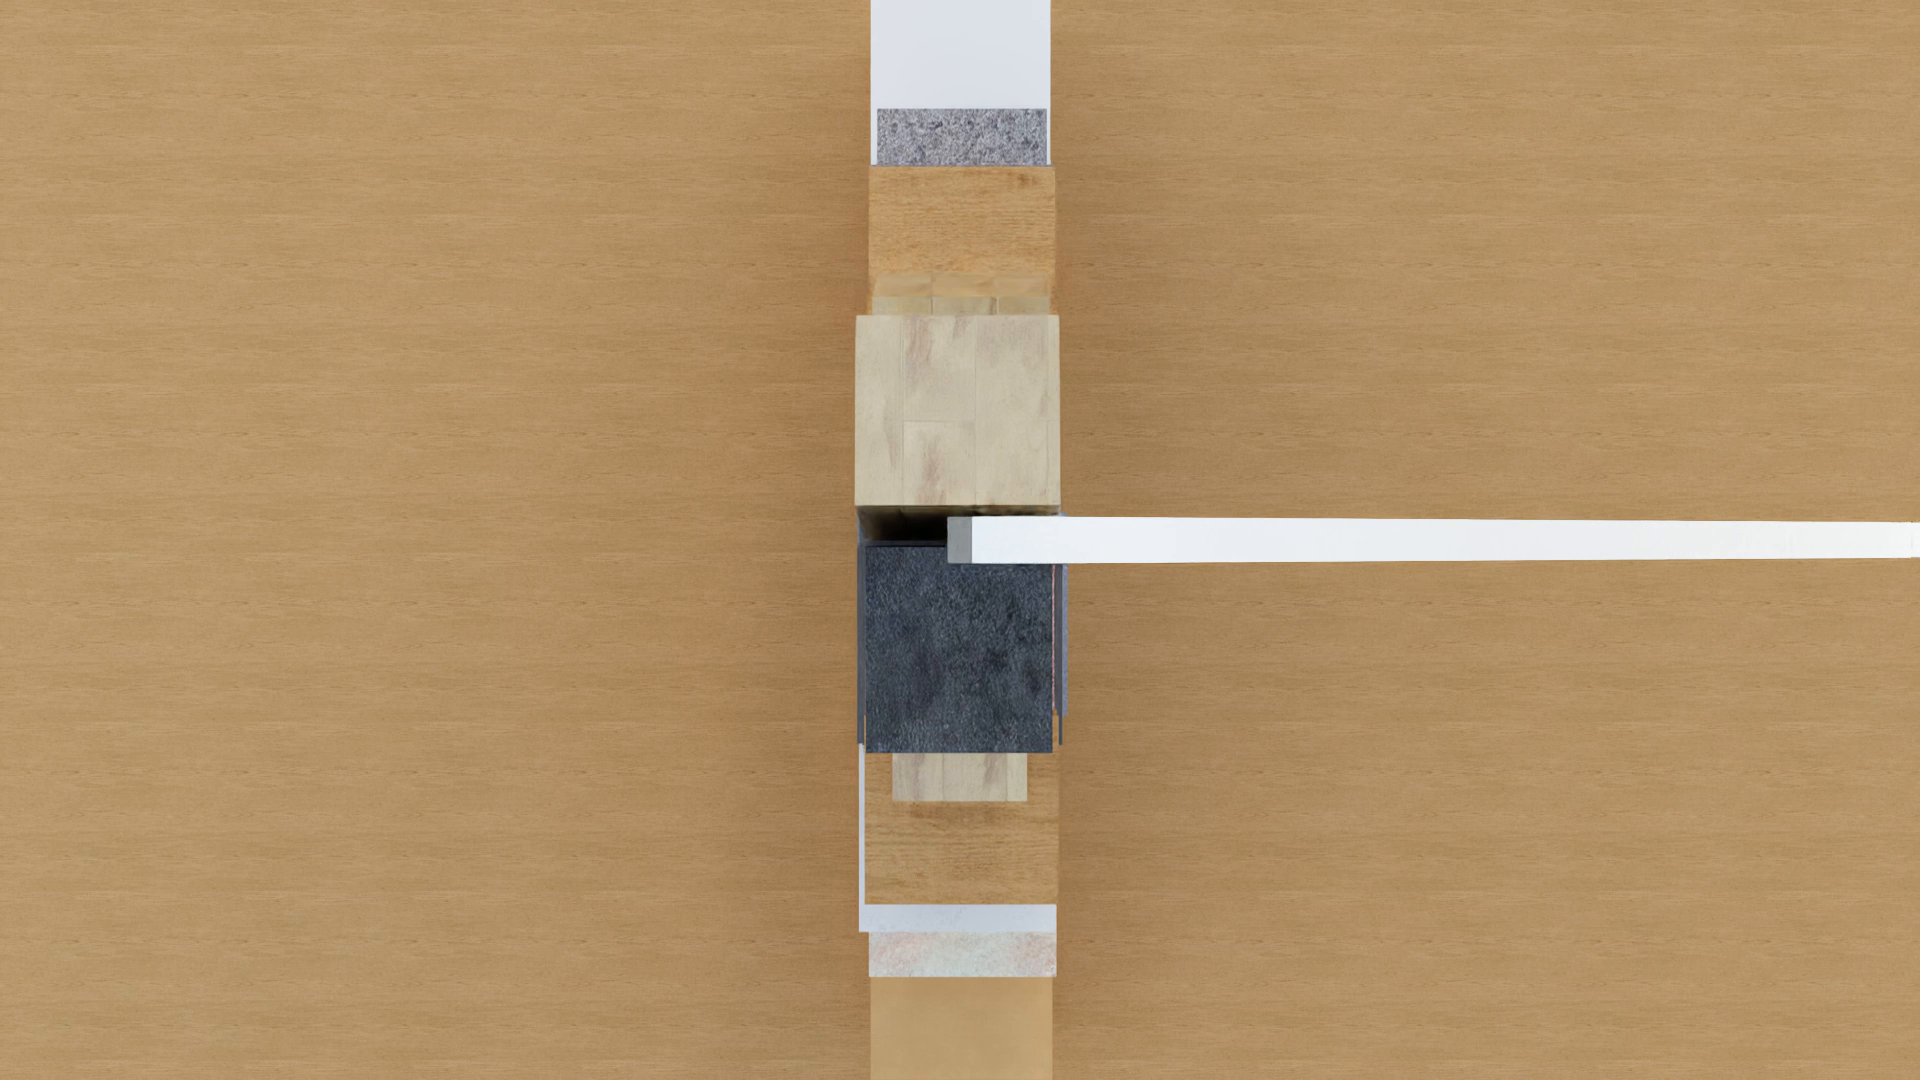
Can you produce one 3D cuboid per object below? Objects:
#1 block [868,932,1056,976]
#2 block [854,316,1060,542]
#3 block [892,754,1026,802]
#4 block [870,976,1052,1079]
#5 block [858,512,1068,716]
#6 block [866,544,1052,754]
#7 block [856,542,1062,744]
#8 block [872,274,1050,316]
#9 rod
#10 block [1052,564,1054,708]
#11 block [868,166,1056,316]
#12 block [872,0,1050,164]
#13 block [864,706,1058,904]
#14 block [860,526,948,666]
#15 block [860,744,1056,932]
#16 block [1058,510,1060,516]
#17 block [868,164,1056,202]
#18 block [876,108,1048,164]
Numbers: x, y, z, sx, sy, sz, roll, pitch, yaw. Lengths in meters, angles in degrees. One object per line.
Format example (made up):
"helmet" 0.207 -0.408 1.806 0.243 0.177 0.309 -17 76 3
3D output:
"block" 0.013 1.742 11.594 0.948 0.964 0.928 0 90 0
"block" -0.008 -0.390 8.039 0.709 0.842 0.671 0 82 0
"block" -0.001 0.769 8.972 0.529 0.581 0.551 0 87 0
"block" 0.008 2.407 12.538 0.998 0.925 1.113 0 90 0
"block" 0.014 0.406 12.537 1.155 0.926 1.113 0 90 0
"block" -0.003 0.381 8.064 0.653 0.760 0.722 0 91 0
"block" -0.002 0.470 10.506 0.942 0.854 0.921 0 91 0
"block" 0.002 -0.668 8.979 0.688 0.746 0.751 0 104 0
"rod" 2.212 0.000 5.124 5.200 0.080 0.080 0 90 -32
"block" -0.001 0.329 9.681 0.797 0.794 0.748 0 91 0
"block" 0.008 -1.164 9.785 0.798 0.825 0.744 0 80 0
"block" 0.004 -2.474 12.513 0.981 0.974 0.980 0 90 0
"block" 0.006 1.125 9.686 0.818 0.811 0.801 0 92 0
"block" -0.019 0.133 8.861 0.733 0.840 0.691 0 91 0
"block" -0.013 1.370 10.624 0.904 0.976 0.871 0 90 0
"block" 0.018 -0.373 10.529 0.888 0.792 0.746 0 91 0
"block" 0.009 -1.265 10.765 0.881 0.816 1.024 0 91 0
"block" 0.010 -1.756 11.596 0.862 0.868 0.885 0 91 0
